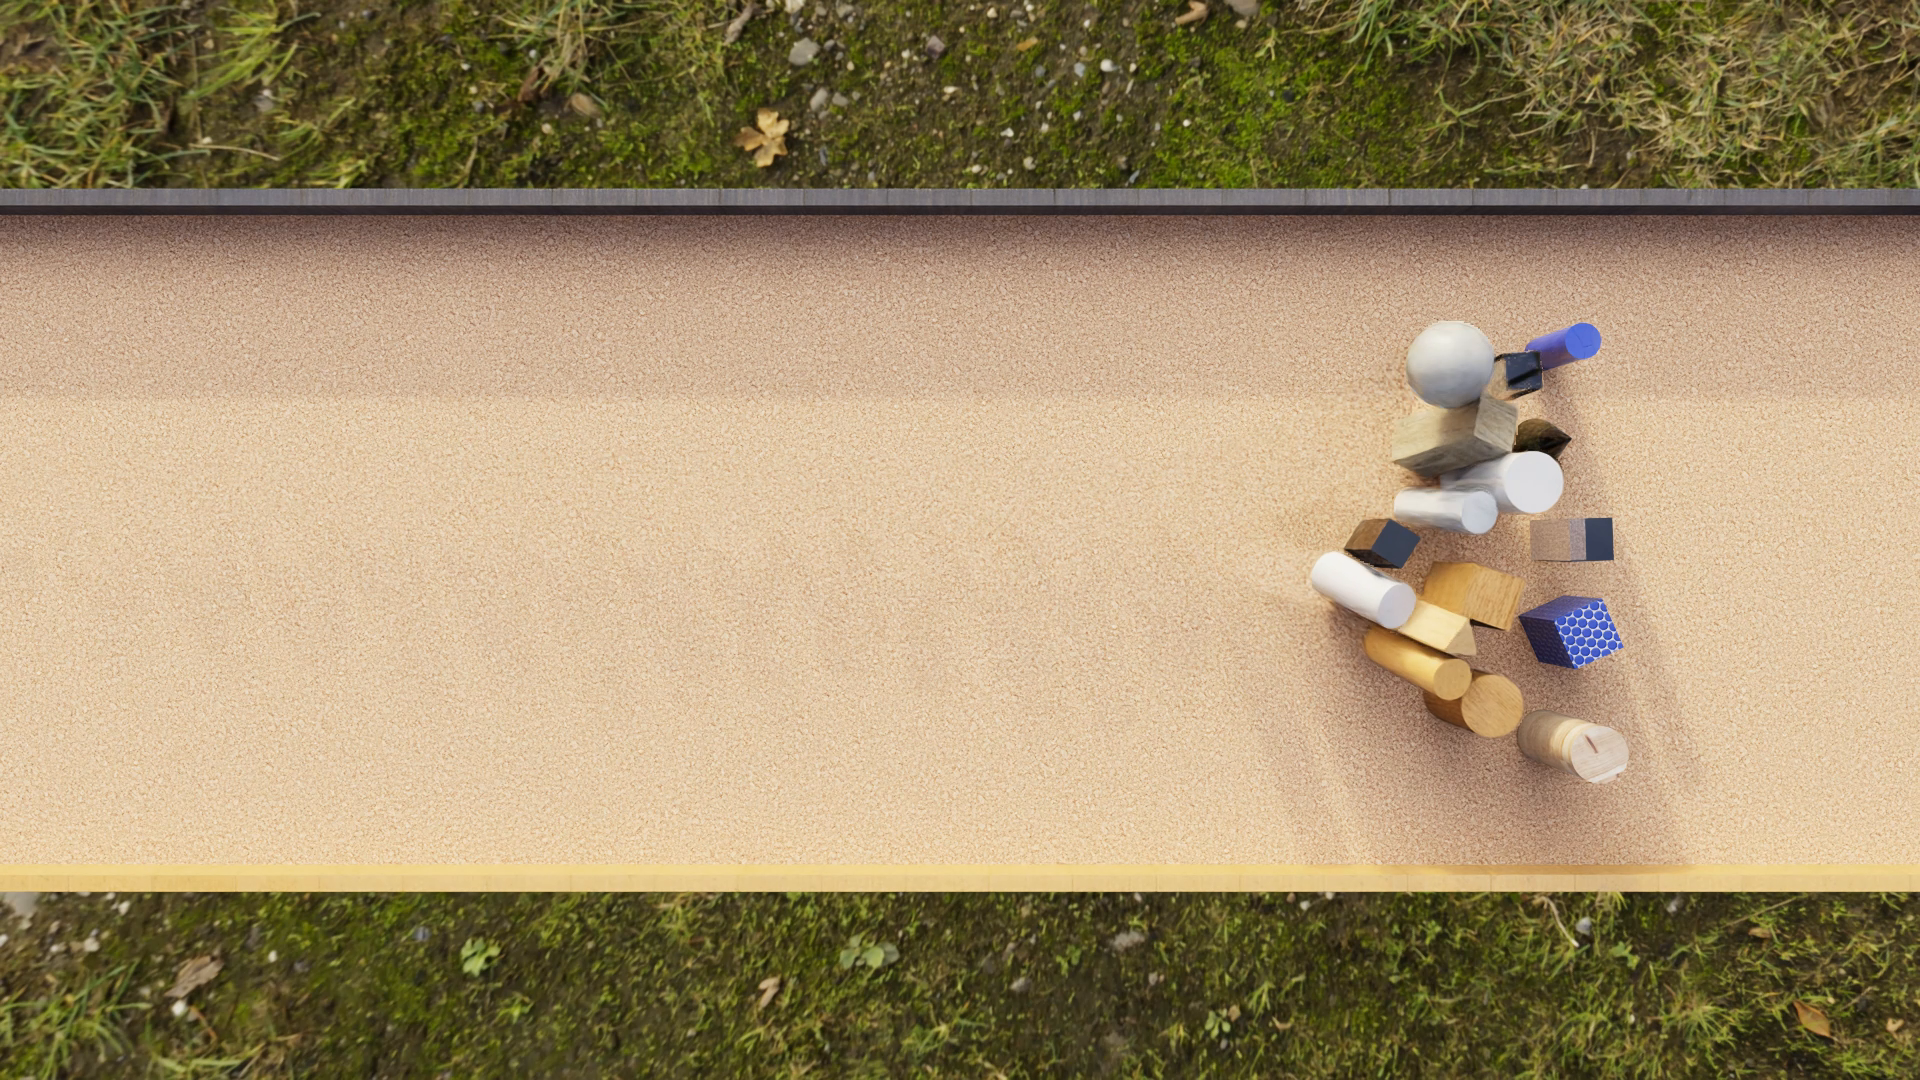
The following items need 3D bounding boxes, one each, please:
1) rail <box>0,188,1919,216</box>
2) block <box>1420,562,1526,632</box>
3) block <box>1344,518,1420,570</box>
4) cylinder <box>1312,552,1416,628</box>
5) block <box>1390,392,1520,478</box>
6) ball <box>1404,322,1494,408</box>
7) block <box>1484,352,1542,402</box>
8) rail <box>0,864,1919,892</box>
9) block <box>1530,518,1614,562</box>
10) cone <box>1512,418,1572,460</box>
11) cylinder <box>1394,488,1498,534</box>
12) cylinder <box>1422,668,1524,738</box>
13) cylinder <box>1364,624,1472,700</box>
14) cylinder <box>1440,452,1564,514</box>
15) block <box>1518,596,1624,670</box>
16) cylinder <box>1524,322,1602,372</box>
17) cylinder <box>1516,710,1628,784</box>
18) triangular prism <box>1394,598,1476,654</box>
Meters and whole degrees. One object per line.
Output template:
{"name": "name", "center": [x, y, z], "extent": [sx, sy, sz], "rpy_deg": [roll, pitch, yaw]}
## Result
{"name": "rail", "center": [-2.247, -1.025, 5.002], "extent": [12.000, 0.150, 0.050], "rpy_deg": [0, 90, 0]}
{"name": "block", "center": [1.506, 0.162, 4.876], "extent": [0.152, 0.399, 0.152], "rpy_deg": [19, 90, -1]}
{"name": "block", "center": [1.252, 0.010, 4.909], "extent": [0.106, 0.336, 0.106], "rpy_deg": [32, 90, 0]}
{"name": "cylinder", "center": [1.198, 0.147, 4.912], "extent": [0.140, 0.303, 0.140], "rpy_deg": [-10, 112, -26]}
{"name": "block", "center": [1.455, -0.307, 4.867], "extent": [0.139, 0.371, 0.139], "rpy_deg": [21, 73, -19]}
{"name": "ball", "center": [1.385, -0.494, 4.671], "extent": [0.242, 0.242, 0.242], "rpy_deg": [0, 90, 0]}
{"name": "block", "center": [1.548, -0.454, 4.845], "extent": [0.105, 0.444, 0.105], "rpy_deg": [-3, 85, -9]}
{"name": "rail", "center": [-2.247, 1.025, 5.001], "extent": [12.000, 0.150, 0.050], "rpy_deg": [0, 90, 0]}
{"name": "block", "center": [1.818, -0.001, 4.911], "extent": [0.124, 0.331, 0.124], "rpy_deg": [-2, 90, 0]}
{"name": "cone", "center": [1.773, -0.295, 4.925], "extent": [0.161, 0.303, 0.161], "rpy_deg": [0, 90, 0]}
{"name": "cylinder", "center": [1.433, -0.091, 4.885], "extent": [0.120, 0.364, 0.120], "rpy_deg": [-1, 94, -16]}
{"name": "cylinder", "center": [1.517, 0.472, 4.894], "extent": [0.179, 0.361, 0.179], "rpy_deg": [0, 91, -1]}
{"name": "cylinder", "center": [1.346, 0.355, 4.871], "extent": [0.123, 0.393, 0.123], "rpy_deg": [-3, 103, -15]}
{"name": "cylinder", "center": [1.584, -0.169, 4.848], "extent": [0.174, 0.437, 0.174], "rpy_deg": [0, 92, -7]}
{"name": "block", "center": [1.820, 0.272, 4.926], "extent": [0.155, 0.302, 0.155], "rpy_deg": [-24, 90, 0]}
{"name": "cylinder", "center": [1.787, -0.571, 4.903], "extent": [0.104, 0.346, 0.104], "rpy_deg": [0, 90, 0]}
{"name": "cylinder", "center": [1.793, 0.602, 4.849], "extent": [0.161, 0.454, 0.161], "rpy_deg": [0, 90, 0]}
{"name": "triangular prism", "center": [1.343, 0.224, 4.845], "extent": [0.114, 0.442, 0.099], "rpy_deg": [6, 100, -22]}
